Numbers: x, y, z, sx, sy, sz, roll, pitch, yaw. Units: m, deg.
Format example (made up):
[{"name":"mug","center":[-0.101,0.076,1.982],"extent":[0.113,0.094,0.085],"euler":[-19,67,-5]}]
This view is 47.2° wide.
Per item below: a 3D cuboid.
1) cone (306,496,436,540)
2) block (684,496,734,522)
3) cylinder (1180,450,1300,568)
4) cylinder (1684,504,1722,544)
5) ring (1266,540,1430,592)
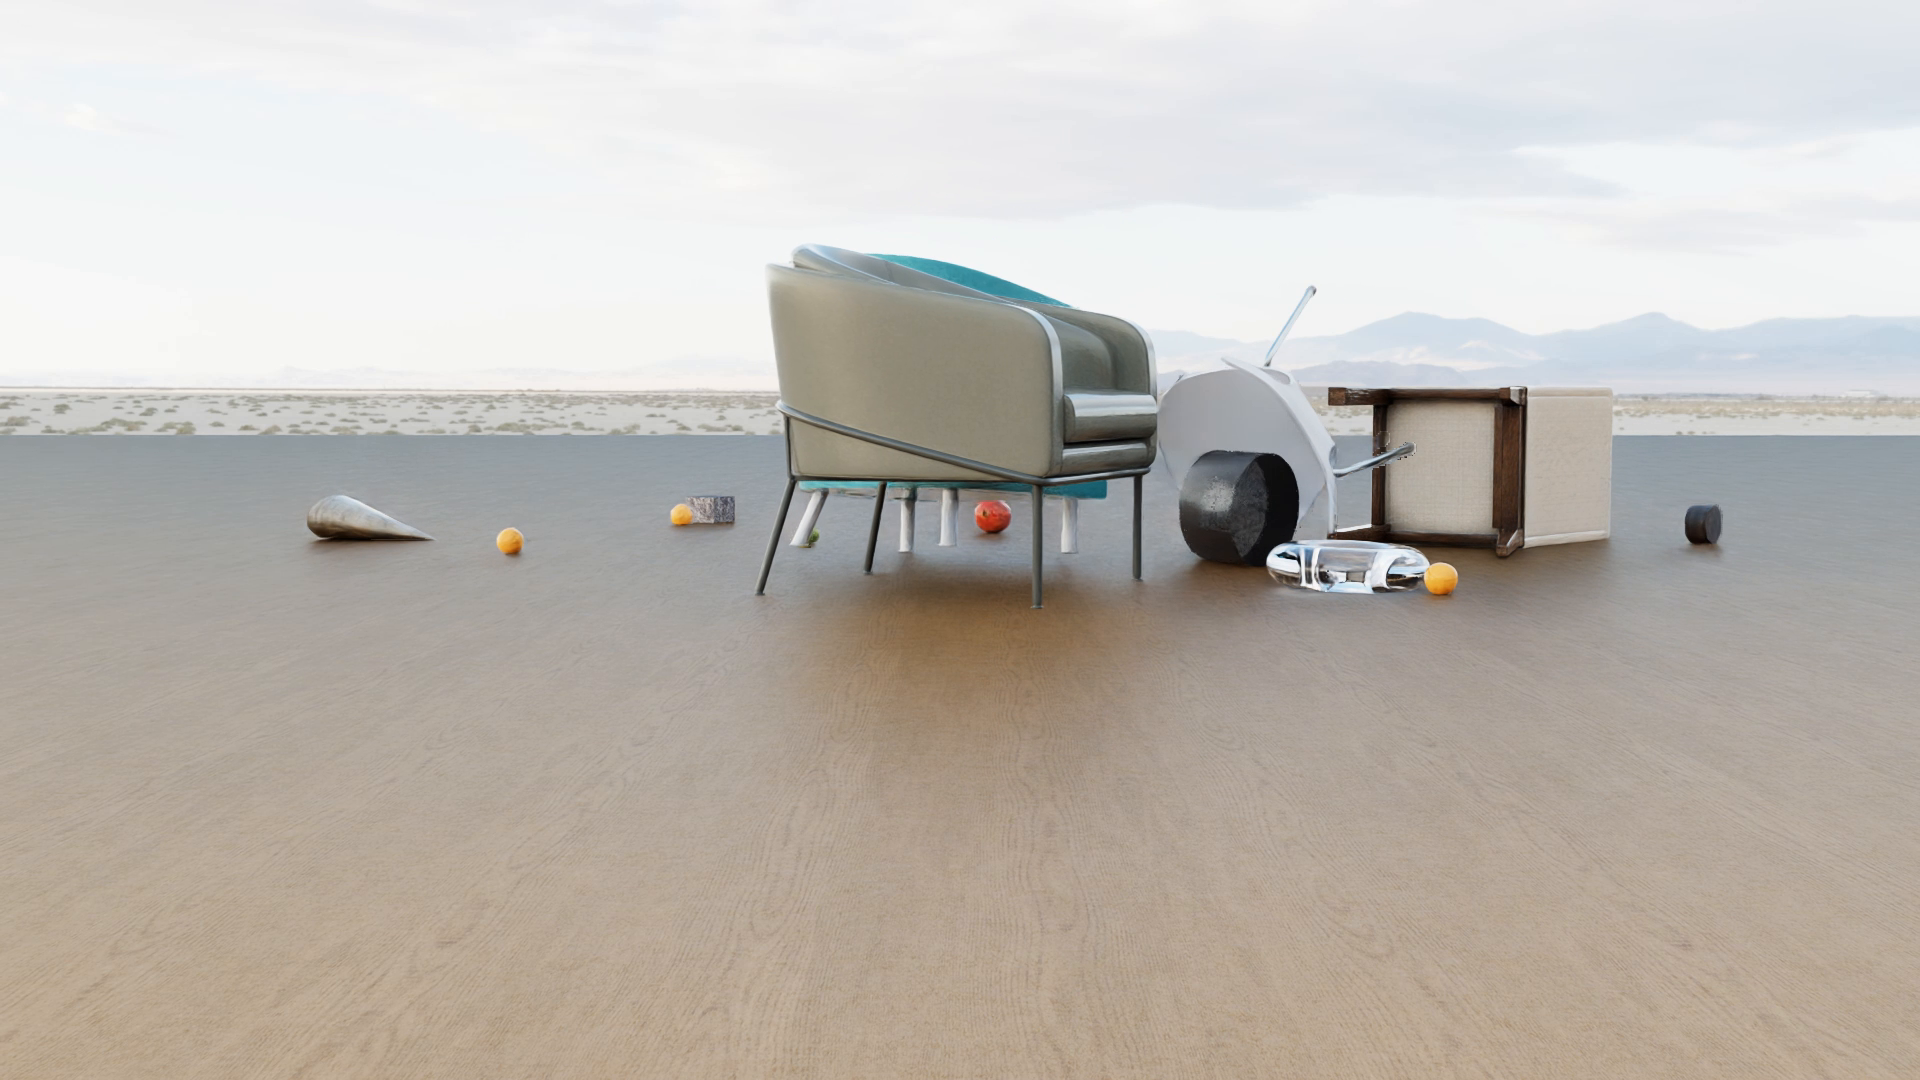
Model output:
[{"name":"cone","center":[-1.715,-0.034,6.573],"extent":[0.351,0.131,0.315],"euler":[12,4,14]},{"name":"block","center":[-0.848,-0.105,7.457],"extent":[0.118,0.085,0.124],"euler":[2,4,29]},{"name":"cylinder","center":[0.719,-0.085,5.690],"extent":[0.191,0.289,0.308],"euler":[7,2,-19]},{"name":"cylinder","center":[2.160,-0.046,6.391],"extent":[0.063,0.111,0.113],"euler":[3,-21,42]},{"name":"ring","center":[0.877,0.059,4.974],"extent":[0.348,0.099,0.394],"euler":[-1,5,-31]}]
